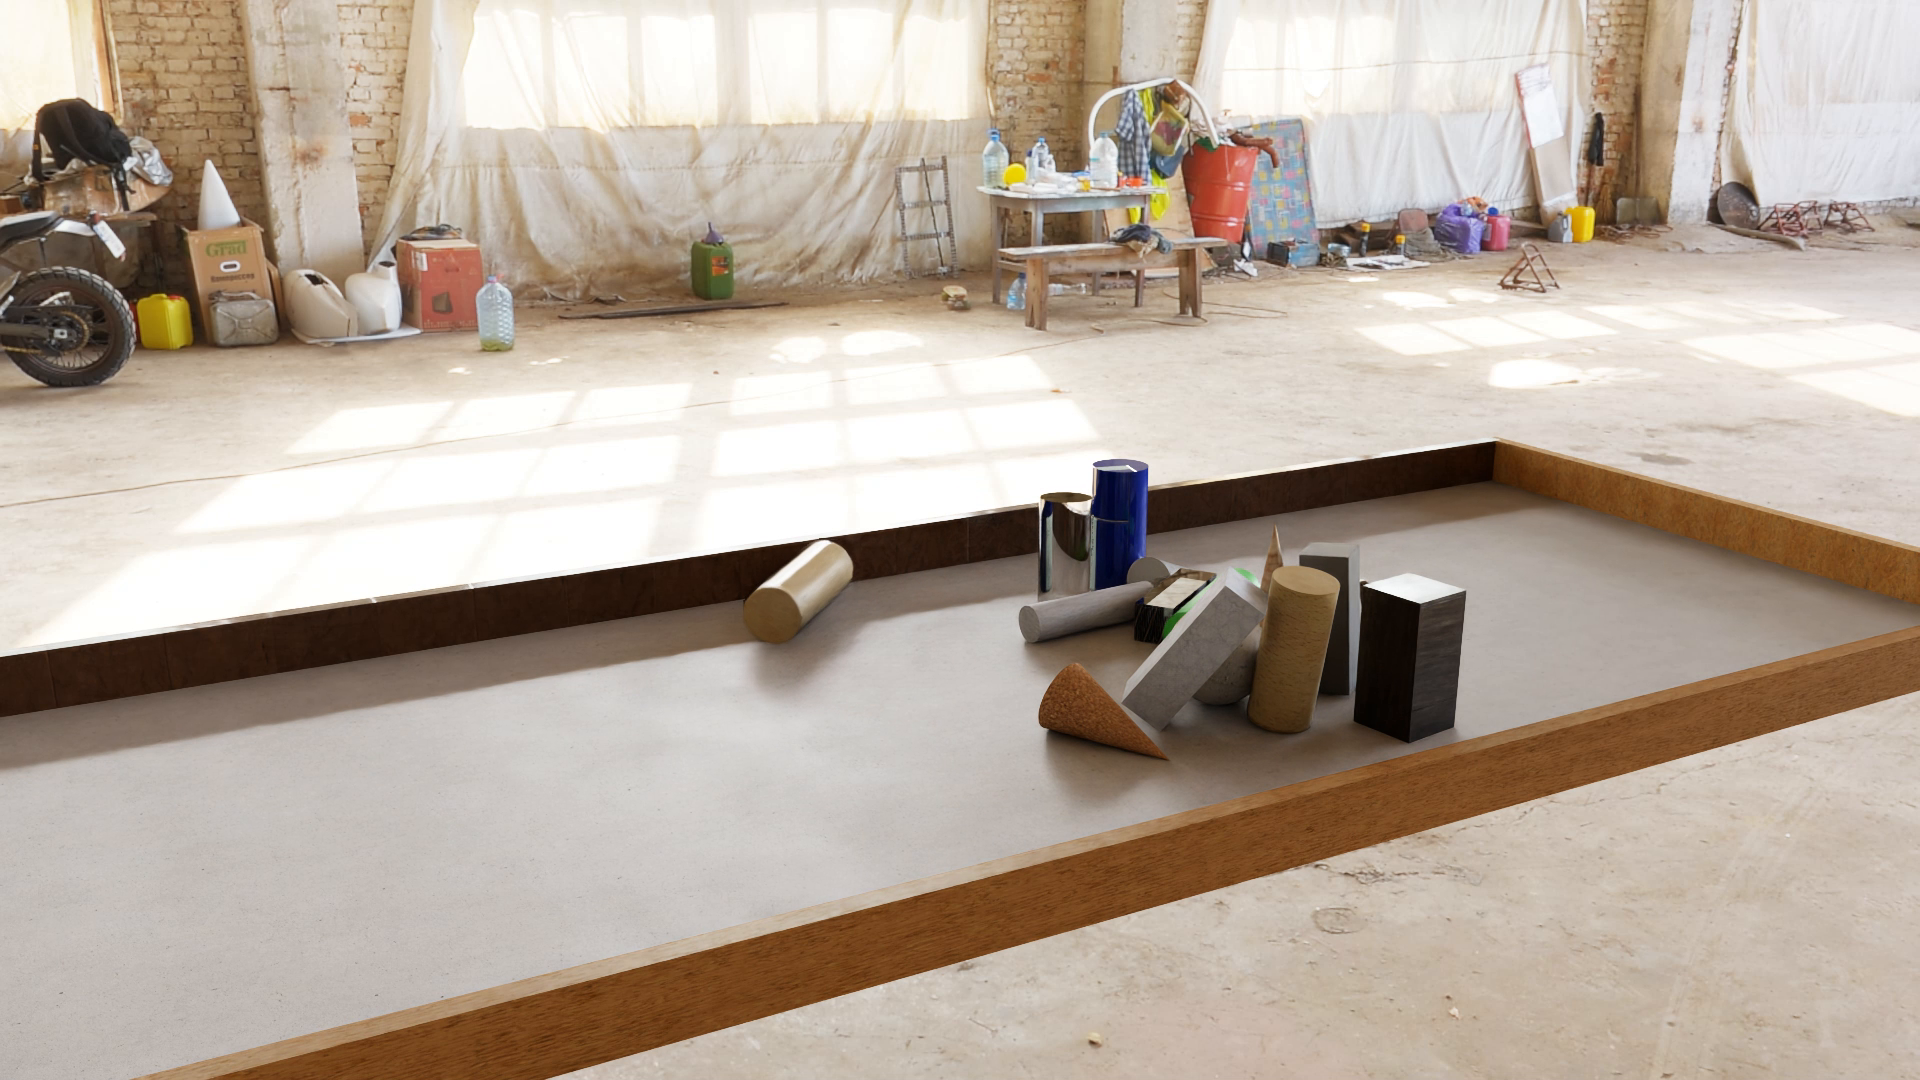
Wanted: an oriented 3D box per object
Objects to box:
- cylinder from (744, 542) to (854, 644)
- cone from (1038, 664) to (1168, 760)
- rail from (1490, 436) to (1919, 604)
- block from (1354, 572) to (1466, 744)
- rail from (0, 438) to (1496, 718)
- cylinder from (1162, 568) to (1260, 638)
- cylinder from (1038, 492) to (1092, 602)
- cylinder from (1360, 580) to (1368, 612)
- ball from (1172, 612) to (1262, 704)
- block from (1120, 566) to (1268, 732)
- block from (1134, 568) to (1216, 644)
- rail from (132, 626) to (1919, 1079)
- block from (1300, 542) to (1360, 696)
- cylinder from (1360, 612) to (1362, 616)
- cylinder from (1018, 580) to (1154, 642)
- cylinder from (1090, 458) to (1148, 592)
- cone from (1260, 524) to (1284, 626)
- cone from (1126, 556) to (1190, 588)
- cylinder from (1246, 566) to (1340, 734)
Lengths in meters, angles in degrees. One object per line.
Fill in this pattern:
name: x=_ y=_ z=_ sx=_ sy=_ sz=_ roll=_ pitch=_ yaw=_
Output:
cylinder: x=-0.444 y=0.140 z=4.593 sx=0.160 sy=0.160 sz=0.444 roll=4 pitch=17 yaw=14
cone: x=0.353 y=0.428 z=3.754 sx=0.311 sy=0.171 sz=0.171 roll=29 pitch=30 yaw=30
rail: x=2.466 y=-0.048 z=5.253 sx=0.050 sy=0.150 sz=2.100 roll=-9 pitch=18 yaw=-27
block: x=1.044 y=0.271 z=3.833 sx=0.163 sy=0.337 sz=0.163 roll=-12 pitch=20 yaw=-35
rail: x=-3.305 y=0.497 z=3.399 sx=12.000 sy=0.150 sz=0.050 roll=-9 pitch=18 yaw=-27
cylinder: x=0.684 y=0.199 z=4.432 sx=0.139 sy=0.139 sz=0.423 roll=8 pitch=18 yaw=26
cylinder: x=0.291 y=0.046 z=4.587 sx=0.145 sy=0.338 sz=0.145 roll=0 pitch=14 yaw=0
cylinder: x=0.952 y=0.193 z=4.457 sx=0.331 sy=0.136 sz=0.136 roll=-7 pitch=18 yaw=-22
ball: x=0.622 y=0.275 z=3.984 sx=0.246 sy=0.246 sz=0.246 roll=0 pitch=16 yaw=0
block: x=0.540 y=0.252 z=3.801 sx=0.114 sy=0.390 sz=0.114 roll=37 pitch=26 yaw=-3
block: x=0.597 y=0.182 z=4.549 sx=0.106 sy=0.106 sz=0.351 roll=8 pitch=18 yaw=26
rail: x=-2.336 y=1.006 z=1.665 sx=12.000 sy=0.150 sz=0.050 roll=-9 pitch=18 yaw=-27
block: x=0.912 y=0.193 z=4.063 sx=0.120 sy=0.351 sz=0.120 roll=3 pitch=16 yaw=25
cylinder: x=0.922 y=0.250 z=4.291 sx=0.413 sy=0.120 sz=0.120 roll=-2 pitch=16 yaw=-7
cylinder: x=0.354 y=0.194 z=4.514 sx=0.400 sy=0.102 sz=0.102 roll=-10 pitch=19 yaw=-31
cylinder: x=0.463 y=-0.037 z=4.820 sx=0.164 sy=0.372 sz=0.164 roll=0 pitch=16 yaw=0
cone: x=0.779 y=0.153 z=4.096 sx=0.166 sy=0.410 sz=0.166 roll=-2 pitch=17 yaw=1
cone: x=0.630 y=0.105 z=4.878 sx=0.136 sy=0.136 sz=0.363 roll=9 pitch=8 yaw=29
cylinder: x=0.769 y=0.254 z=3.819 sx=0.154 sy=0.359 sz=0.154 roll=5 pitch=23 yaw=-2
